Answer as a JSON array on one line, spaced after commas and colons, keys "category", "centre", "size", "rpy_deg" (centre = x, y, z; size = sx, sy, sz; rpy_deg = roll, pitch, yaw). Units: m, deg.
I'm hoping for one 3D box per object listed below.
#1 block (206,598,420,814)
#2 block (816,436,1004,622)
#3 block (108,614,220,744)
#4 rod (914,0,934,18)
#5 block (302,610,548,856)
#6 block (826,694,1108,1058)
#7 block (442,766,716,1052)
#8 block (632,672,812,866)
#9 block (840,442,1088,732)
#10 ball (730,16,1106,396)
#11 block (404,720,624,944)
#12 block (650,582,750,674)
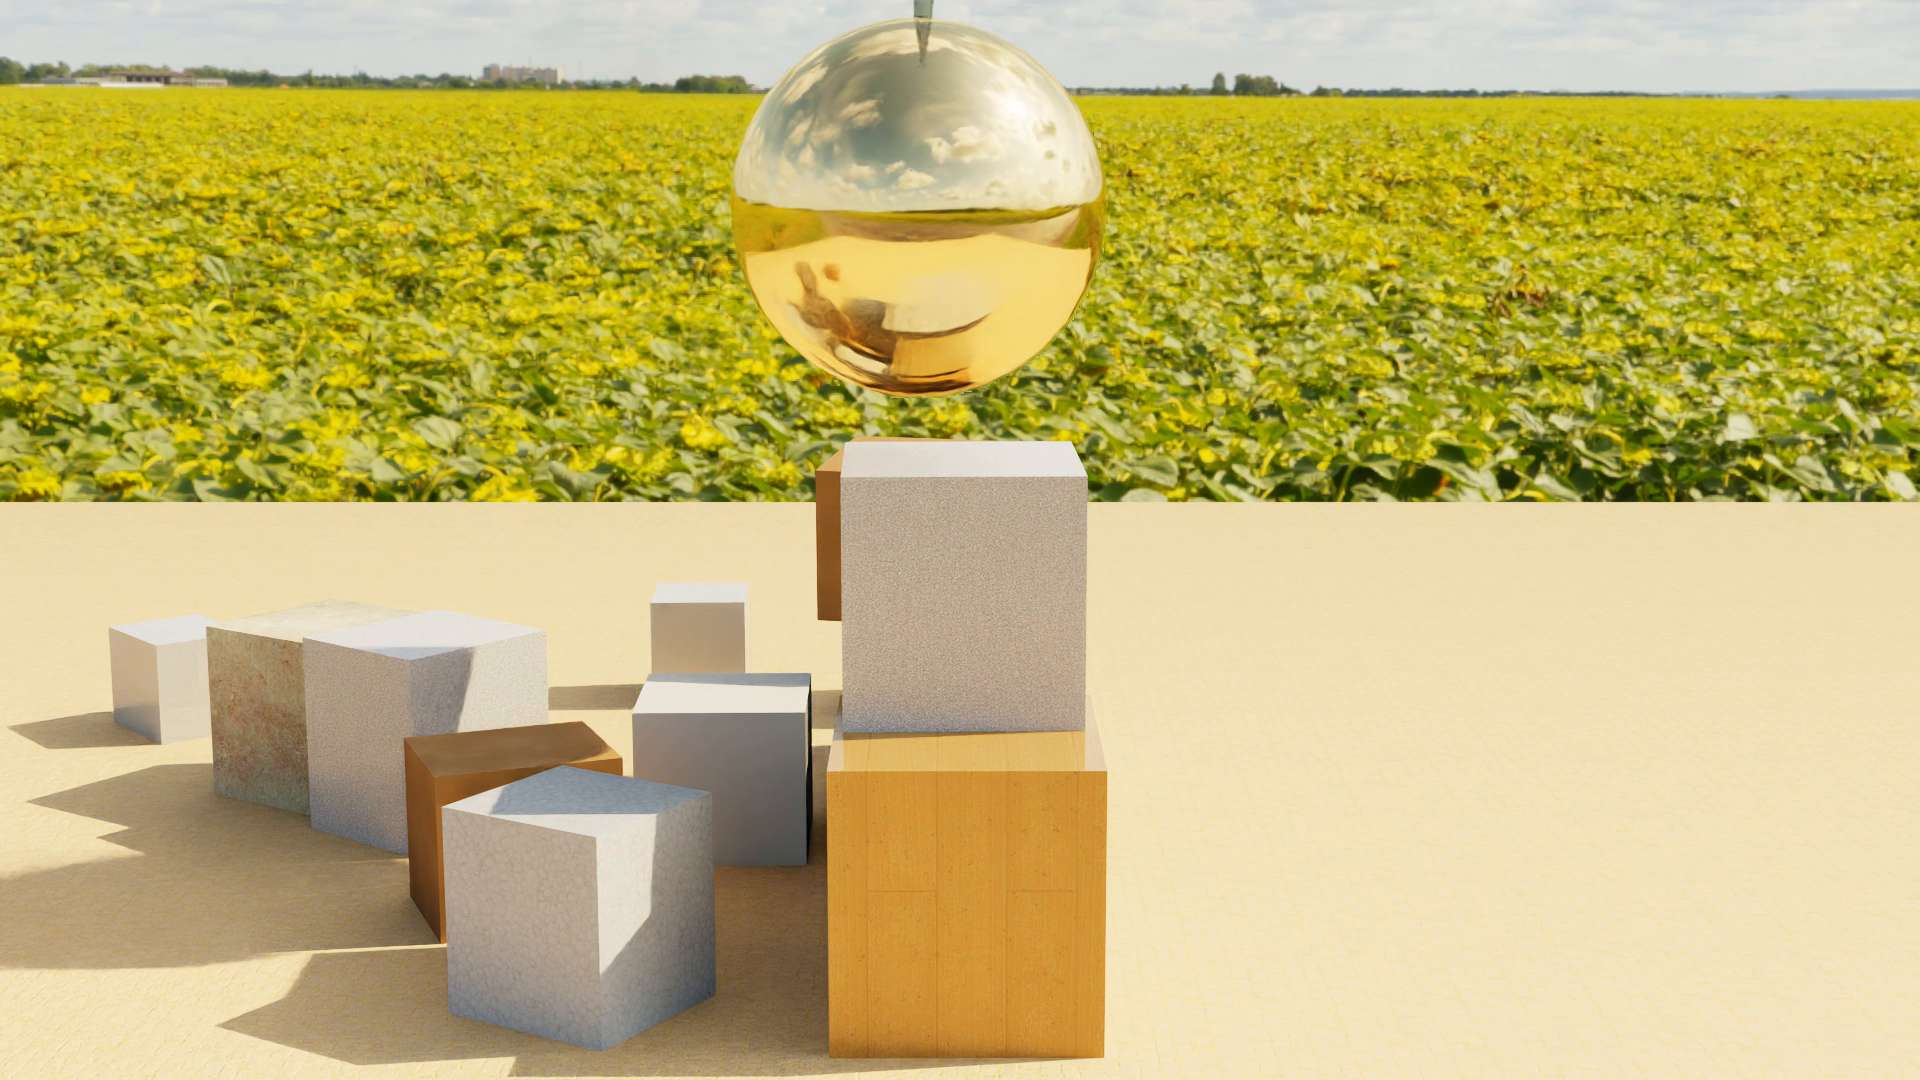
[{"category": "block", "centre": [-3.106, 0.817, 12.704], "size": [0.839, 0.847, 0.816], "rpy_deg": [7, 12, 33]}, {"category": "block", "centre": [-0.151, -0.051, 12.426], "size": [0.909, 0.726, 0.873], "rpy_deg": [2, 13, 10]}, {"category": "block", "centre": [-4.237, 0.749, 13.941], "size": [0.512, 0.539, 0.624], "rpy_deg": [-9, 13, -40]}, {"category": "rod", "centre": [-0.077, -4.755, 10.316], "size": [0.080, 5.200, 0.080], "rpy_deg": [2, 10, 0]}, {"category": "block", "centre": [-2.504, 0.891, 12.093], "size": [0.768, 0.920, 0.815], "rpy_deg": [8, 13, 38]}, {"category": "block", "centre": [0.023, 1.244, 9.730], "size": [0.994, 1.071, 1.131], "rpy_deg": [0, 10, 0]}, {"category": "block", "centre": [-1.437, 1.376, 9.738], "size": [0.742, 0.809, 0.689], "rpy_deg": [6, 12, 31]}, {"category": "block", "centre": [-1.080, 1.047, 11.829], "size": [0.768, 0.708, 0.761], "rpy_deg": [0, 10, -1]}, {"category": "block", "centre": [0.005, 0.161, 9.986], "size": [0.911, 0.967, 0.913], "rpy_deg": [0, 10, -1]}, {"category": "ball", "centre": [-0.179, -1.411, 10.924], "size": [1.600, 1.600, 1.600], "rpy_deg": [0, 10, 0]}, {"category": "block", "centre": [-1.889, 1.222, 10.872], "size": [0.779, 0.706, 0.672], "rpy_deg": [-4, 11, -22]}, {"category": "block", "centre": [-1.477, 0.591, 14.656], "size": [0.527, 0.594, 0.567], "rpy_deg": [0, 10, -2]}]
